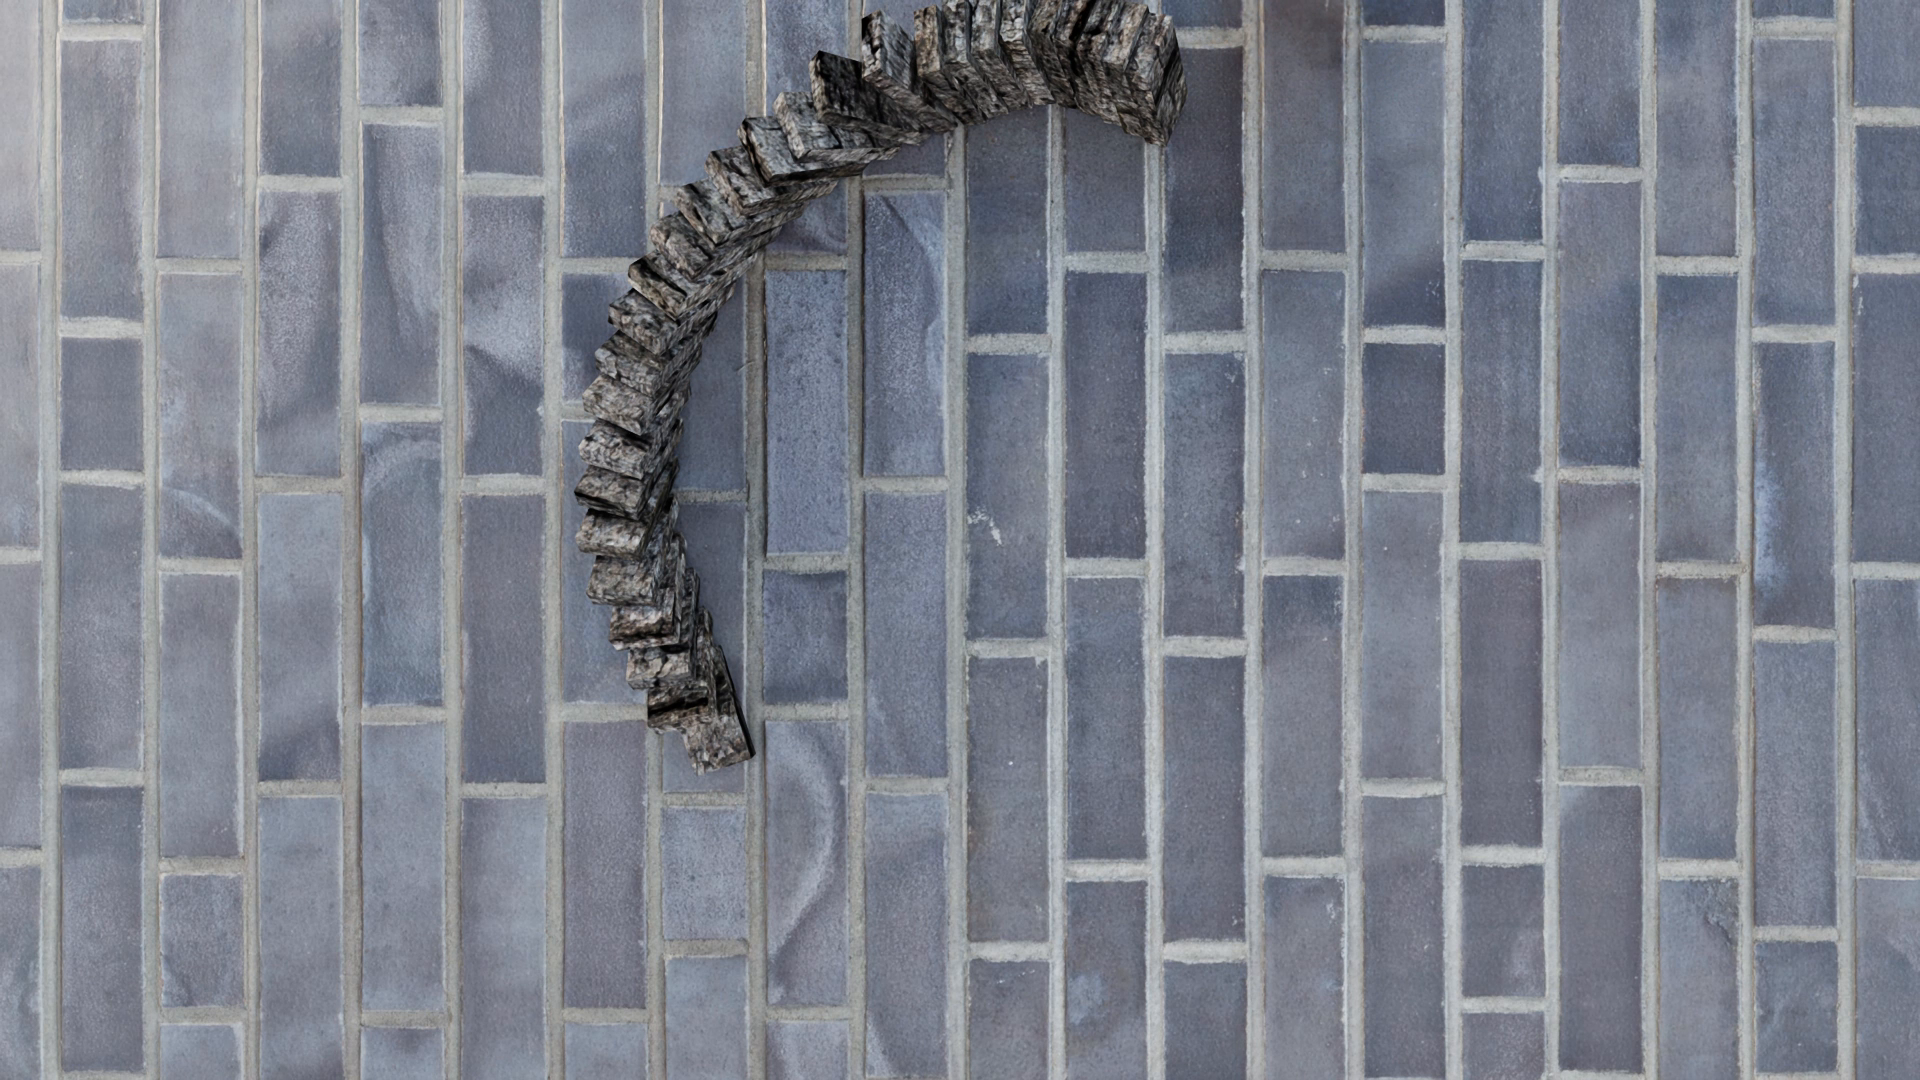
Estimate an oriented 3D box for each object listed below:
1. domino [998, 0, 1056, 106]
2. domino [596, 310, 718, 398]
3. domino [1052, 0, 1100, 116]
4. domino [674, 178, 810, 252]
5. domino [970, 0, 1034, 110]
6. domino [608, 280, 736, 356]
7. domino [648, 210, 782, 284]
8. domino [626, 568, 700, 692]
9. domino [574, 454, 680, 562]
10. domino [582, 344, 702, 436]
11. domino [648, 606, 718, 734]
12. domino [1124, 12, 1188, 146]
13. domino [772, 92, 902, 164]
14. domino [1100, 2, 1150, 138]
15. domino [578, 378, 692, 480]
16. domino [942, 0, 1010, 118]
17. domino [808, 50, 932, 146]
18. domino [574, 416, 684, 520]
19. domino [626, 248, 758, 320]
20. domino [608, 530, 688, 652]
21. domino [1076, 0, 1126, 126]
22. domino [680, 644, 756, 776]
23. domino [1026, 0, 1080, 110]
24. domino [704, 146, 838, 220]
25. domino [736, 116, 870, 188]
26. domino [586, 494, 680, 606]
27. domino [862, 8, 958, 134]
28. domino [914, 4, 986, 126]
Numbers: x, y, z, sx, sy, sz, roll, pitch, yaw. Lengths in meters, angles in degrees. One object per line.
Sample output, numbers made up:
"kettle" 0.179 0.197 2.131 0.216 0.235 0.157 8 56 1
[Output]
"domino" 0.030 -0.203 0.375 0.010 0.050 0.025 7 90 22
"domino" -0.125 -0.084 0.381 0.025 0.010 0.050 27 52 0
"domino" 0.053 -0.200 0.375 0.009 0.050 0.025 23 90 23
"domino" -0.090 -0.140 0.381 0.025 0.010 0.050 51 52 0
"domino" 0.018 -0.200 0.375 0.009 0.050 0.025 3 90 22
"domino" -0.119 -0.100 0.381 0.025 0.010 0.050 35 52 0
"domino" -0.101 -0.128 0.381 0.025 0.009 0.050 46 52 0
"domino" -0.123 0.036 0.382 0.025 0.009 0.050 -9 55 0
"domino" -0.138 -0.016 0.382 0.025 0.010 0.050 10 55 0
"domino" -0.131 -0.068 0.381 0.025 0.009 0.050 24 53 0
"domino" -0.116 0.054 0.382 0.025 0.010 0.050 -14 55 1
"domino" 0.081 -0.187 0.375 0.009 0.050 0.025 23 90 23
"domino" -0.050 -0.172 0.381 0.050 0.010 0.025 -21 90 -38
"domino" 0.072 -0.191 0.375 0.009 0.050 0.025 23 90 23
"domino" -0.134 -0.050 0.382 0.025 0.009 0.050 17 55 0
"domino" 0.007 -0.197 0.375 0.010 0.050 0.025 -2 90 22
"domino" -0.037 -0.183 0.380 0.050 0.010 0.025 -5 85 -37
"domino" -0.137 -0.033 0.382 0.025 0.009 0.050 14 54 0
"domino" -0.110 -0.114 0.381 0.025 0.009 0.050 39 52 0
"domino" -0.129 0.021 0.382 0.025 0.010 0.050 -8 55 0
"domino" 0.063 -0.196 0.375 0.010 0.050 0.025 23 90 23
"domino" -0.109 0.073 0.395 0.025 0.010 0.050 -18 90 0
"domino" 0.043 -0.203 0.375 0.009 0.050 0.025 23 90 23
"domino" -0.078 -0.152 0.381 0.050 0.010 0.025 -33 90 -38
"domino" -0.064 -0.163 0.381 0.050 0.009 0.025 -27 90 -38
"domino" -0.135 0.003 0.382 0.025 0.009 0.050 1 55 1
"domino" -0.020 -0.190 0.376 0.010 0.050 0.025 -7 81 36
"domino" -0.003 -0.192 0.375 0.009 0.050 0.025 -4 90 22
